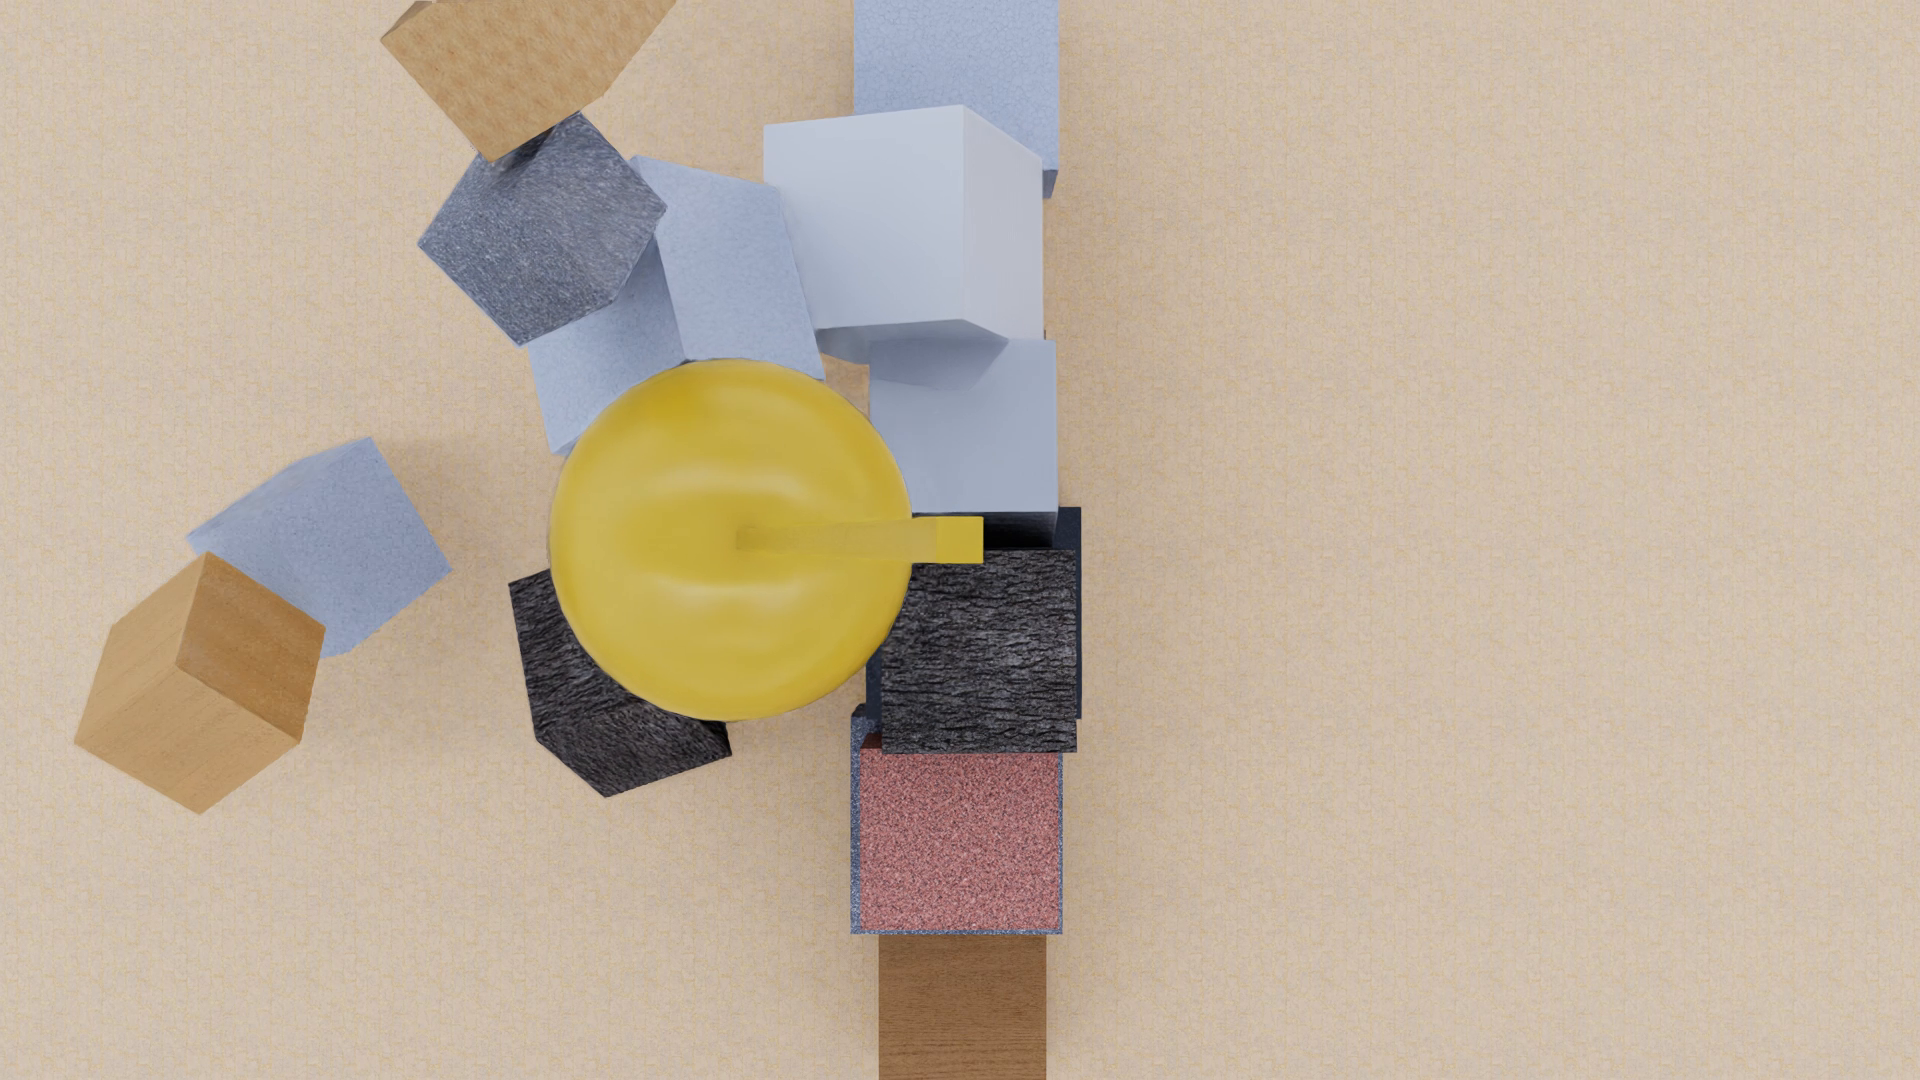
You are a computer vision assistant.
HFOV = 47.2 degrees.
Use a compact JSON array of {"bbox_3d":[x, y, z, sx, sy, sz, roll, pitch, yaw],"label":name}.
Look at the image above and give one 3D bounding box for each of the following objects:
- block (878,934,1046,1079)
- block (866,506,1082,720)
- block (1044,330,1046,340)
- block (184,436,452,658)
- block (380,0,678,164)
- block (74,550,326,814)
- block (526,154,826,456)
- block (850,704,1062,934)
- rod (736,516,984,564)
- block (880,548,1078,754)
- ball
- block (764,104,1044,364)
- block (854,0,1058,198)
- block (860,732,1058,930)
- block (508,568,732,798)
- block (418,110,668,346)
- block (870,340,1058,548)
[{"bbox_3d":[0.014,2.627,12.590,0.929,0.820,0.925,0,90,0],"label":"block"},{"bbox_3d":[0.074,0.394,12.426,1.163,1.148,1.144,0,90,0],"label":"block"},{"bbox_3d":[0.010,-0.678,12.513,0.926,0.975,0.948,0,90,0],"label":"block"},{"bbox_3d":[-3.577,0.077,12.307,0.775,0.853,0.888,-12,113,41],"label":"block"},{"bbox_3d":[-1.852,-2.278,9.562,0.781,0.835,0.694,-19,122,39],"label":"block"},{"bbox_3d":[-3.895,0.737,11.326,0.807,0.829,0.761,-33,126,24],"label":"block"},{"bbox_3d":[-1.447,-1.088,10.785,1.045,0.892,1.071,-29,68,37],"label":"block"},{"bbox_3d":[-0.018,1.562,12.510,1.160,0.981,1.188,0,90,0],"label":"block"},{"bbox_3d":[-0.432,0.000,6.297,0.080,5.200,0.080,0,90,-10],"label":"rod"},{"bbox_3d":[0.092,0.551,11.336,0.961,1.033,0.998,0,90,0],"label":"block"},{"bbox_3d":[-0.998,0.000,9.650,1.600,1.600,1.600,0,90,0],"label":"ball"},{"bbox_3d":[-0.273,-1.536,11.354,1.076,1.165,1.050,-2,86,21],"label":"block"},{"bbox_3d":[-0.019,-2.556,12.491,1.115,1.018,1.077,0,90,0],"label":"block"},{"bbox_3d":[-0.003,1.510,11.563,1.001,0.913,0.915,0,90,0],"label":"block"},{"bbox_3d":[-1.892,0.729,12.303,0.780,0.987,0.970,-19,62,5],"label":"block"},{"bbox_3d":[-1.879,-1.424,9.954,0.656,0.669,0.661,-18,128,37],"label":"block"},{"bbox_3d":[0.017,-0.488,11.506,0.949,0.814,0.901,0,77,0],"label":"block"}]
